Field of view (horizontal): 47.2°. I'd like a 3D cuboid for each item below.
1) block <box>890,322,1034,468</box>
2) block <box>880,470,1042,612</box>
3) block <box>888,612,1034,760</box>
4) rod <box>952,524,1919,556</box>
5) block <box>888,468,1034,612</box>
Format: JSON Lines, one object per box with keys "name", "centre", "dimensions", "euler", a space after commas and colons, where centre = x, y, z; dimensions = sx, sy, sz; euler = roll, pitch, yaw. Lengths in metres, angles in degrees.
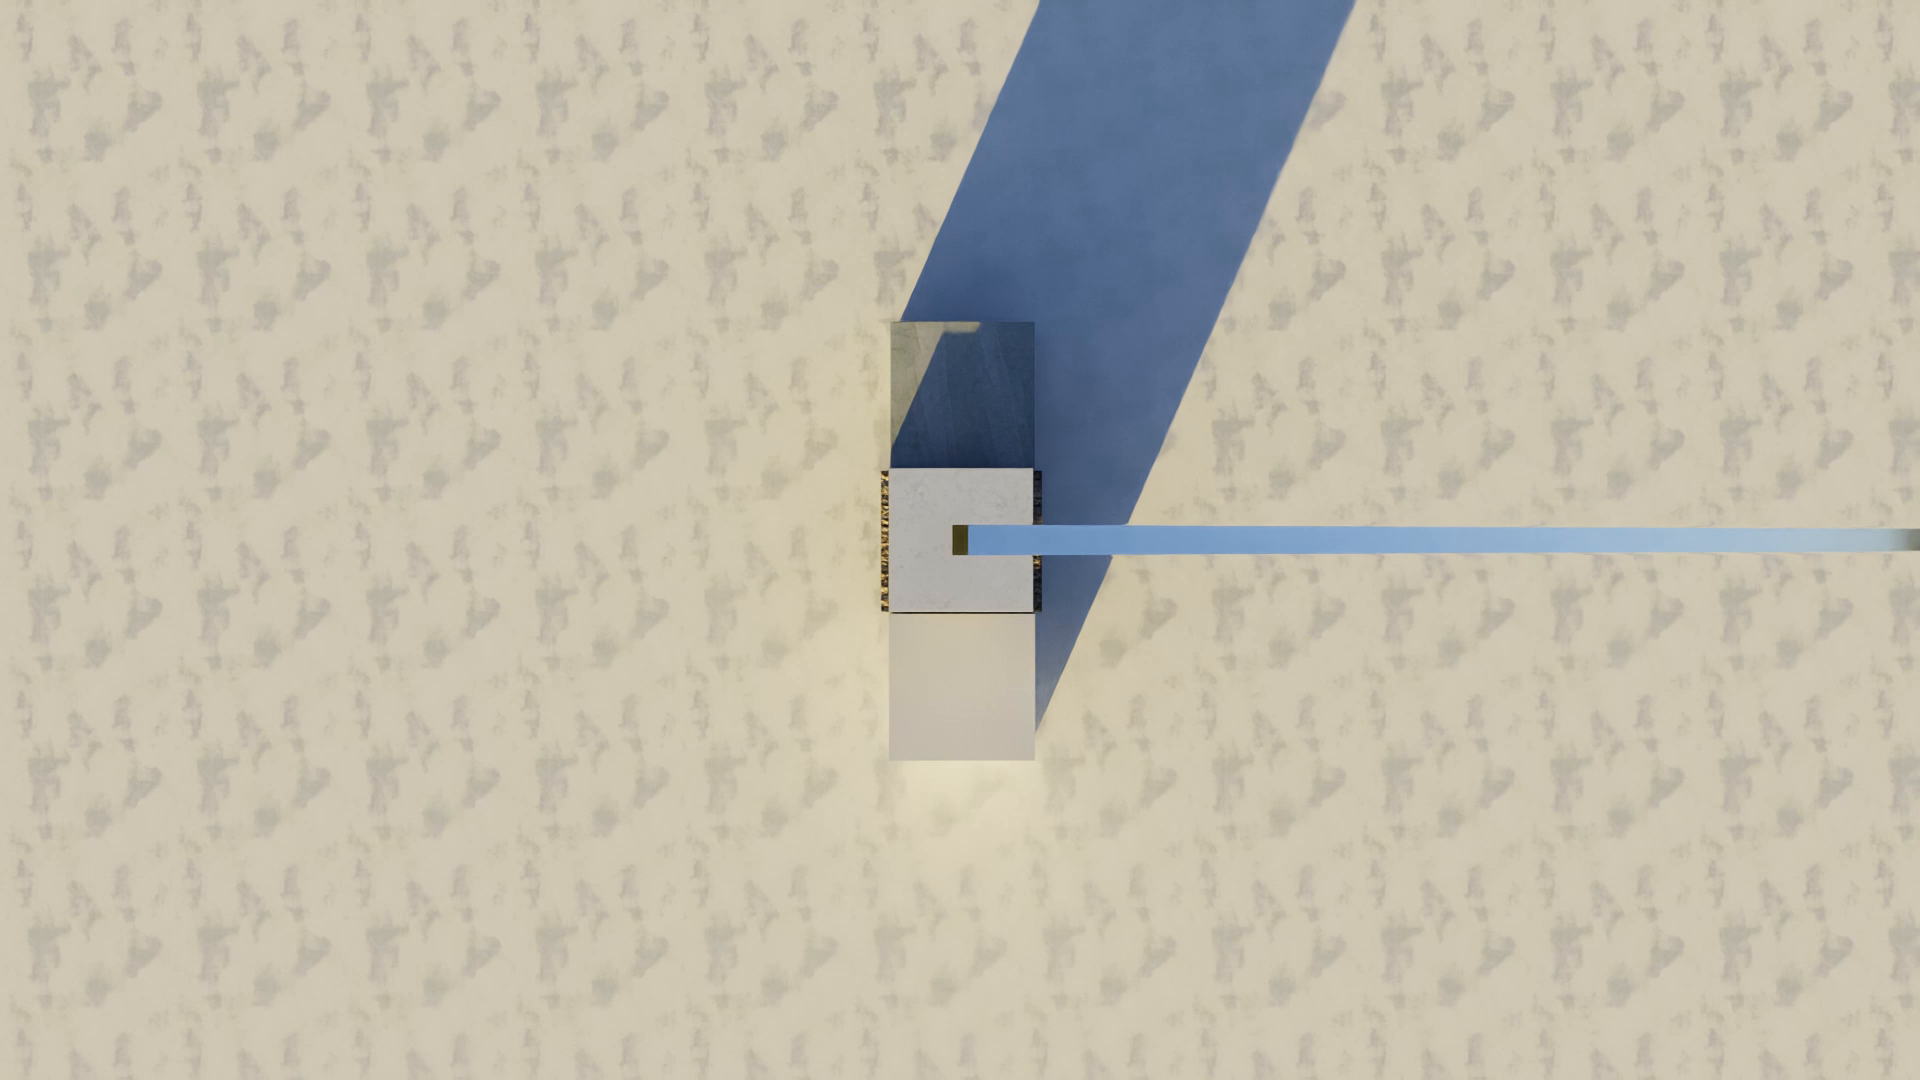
{"name": "block", "centre": [0.015, -0.807, 12.652], "dimensions": [0.809, 0.696, 0.827], "euler": [0, 90, 0]}
{"name": "block", "centre": [0.008, 0.007, 12.599], "dimensions": [0.893, 0.803, 0.782], "euler": [0, 90, 0]}
{"name": "block", "centre": [0.011, 0.814, 12.581], "dimensions": [0.808, 0.838, 0.813], "euler": [0, 90, 0]}
{"name": "rod", "centre": [2.212, 0.000, 7.145], "dimensions": [5.200, 0.080, 0.080], "euler": [0, 90, -32]}
{"name": "block", "centre": [0.005, 0.000, 11.308], "dimensions": [0.718, 0.688, 0.716], "euler": [0, 90, 0]}
